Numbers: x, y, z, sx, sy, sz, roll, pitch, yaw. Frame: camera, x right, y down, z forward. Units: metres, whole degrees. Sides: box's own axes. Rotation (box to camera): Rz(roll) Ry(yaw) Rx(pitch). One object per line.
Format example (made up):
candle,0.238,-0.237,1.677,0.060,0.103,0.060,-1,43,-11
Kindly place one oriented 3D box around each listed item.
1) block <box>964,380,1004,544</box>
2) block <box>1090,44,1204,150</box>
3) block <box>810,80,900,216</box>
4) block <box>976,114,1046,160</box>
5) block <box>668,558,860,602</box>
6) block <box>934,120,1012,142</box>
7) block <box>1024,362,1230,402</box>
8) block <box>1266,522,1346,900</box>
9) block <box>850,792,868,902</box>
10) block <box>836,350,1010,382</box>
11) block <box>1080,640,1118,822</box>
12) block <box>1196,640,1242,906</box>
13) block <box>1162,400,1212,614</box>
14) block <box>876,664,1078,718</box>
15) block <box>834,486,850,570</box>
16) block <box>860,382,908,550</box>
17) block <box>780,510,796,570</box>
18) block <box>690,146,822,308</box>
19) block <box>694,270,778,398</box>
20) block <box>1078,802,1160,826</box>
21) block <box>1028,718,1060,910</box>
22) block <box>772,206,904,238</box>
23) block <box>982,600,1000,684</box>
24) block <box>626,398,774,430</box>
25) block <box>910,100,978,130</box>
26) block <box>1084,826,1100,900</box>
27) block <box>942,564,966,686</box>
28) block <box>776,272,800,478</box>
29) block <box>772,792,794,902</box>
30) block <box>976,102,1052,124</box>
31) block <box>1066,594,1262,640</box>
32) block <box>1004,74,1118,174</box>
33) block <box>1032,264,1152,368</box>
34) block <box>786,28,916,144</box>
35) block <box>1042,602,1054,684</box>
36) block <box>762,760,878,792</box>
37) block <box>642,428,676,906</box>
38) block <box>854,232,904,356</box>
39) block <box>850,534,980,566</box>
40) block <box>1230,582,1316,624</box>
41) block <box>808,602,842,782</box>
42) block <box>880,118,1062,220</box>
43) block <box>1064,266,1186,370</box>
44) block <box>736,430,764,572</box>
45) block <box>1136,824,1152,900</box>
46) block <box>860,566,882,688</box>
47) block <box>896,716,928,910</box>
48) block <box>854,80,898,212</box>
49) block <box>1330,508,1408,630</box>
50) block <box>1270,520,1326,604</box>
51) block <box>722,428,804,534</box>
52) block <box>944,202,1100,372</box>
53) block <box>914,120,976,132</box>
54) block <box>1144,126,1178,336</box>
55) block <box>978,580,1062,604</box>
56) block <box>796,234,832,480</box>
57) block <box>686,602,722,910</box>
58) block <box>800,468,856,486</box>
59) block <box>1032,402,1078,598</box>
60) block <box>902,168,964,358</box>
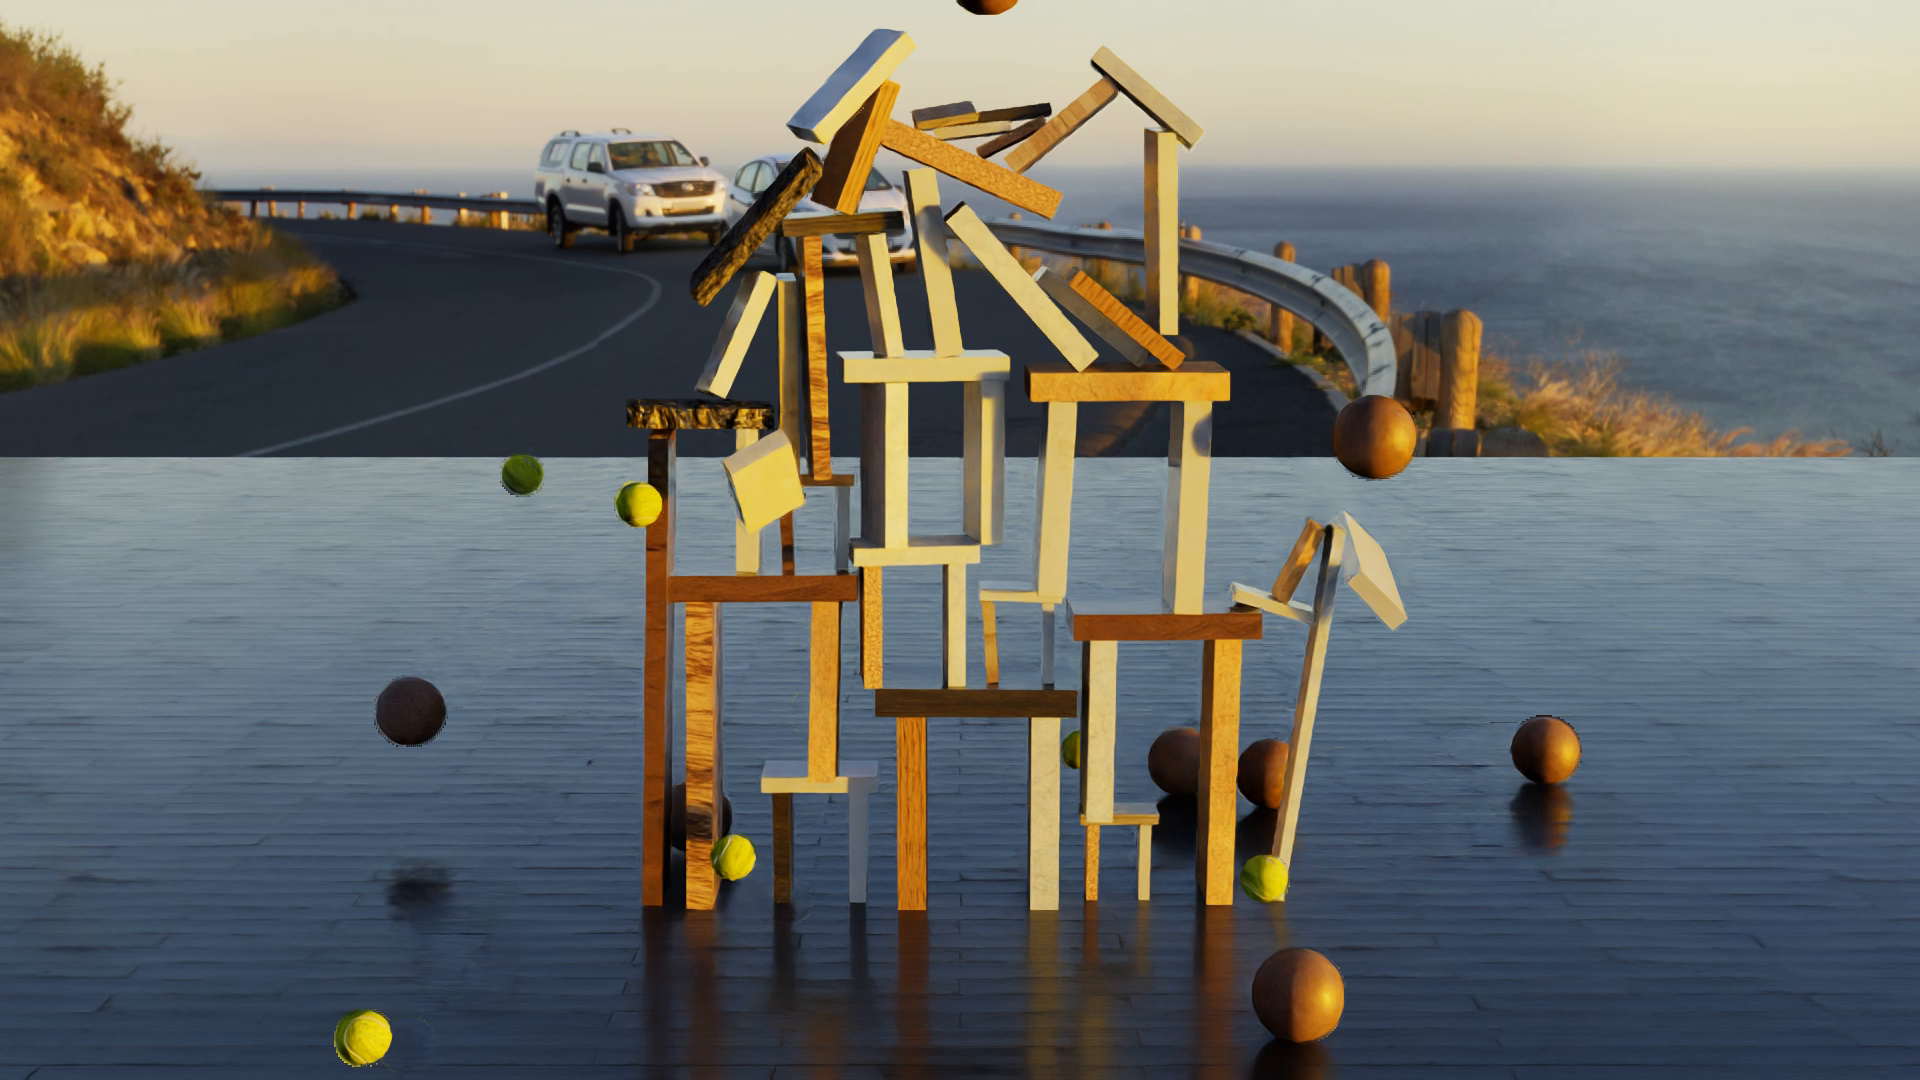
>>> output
block,0.038,-0.133,3.554,0.037,0.263,0.131,-2,10,-13
block,0.291,-0.689,3.429,0.204,0.029,0.102,40,6,-1
block,-0.164,-0.616,3.422,0.030,0.211,0.106,18,7,-30
block,0.082,-0.633,3.460,0.118,0.017,0.059,-26,4,5
block,-0.314,0.064,3.567,0.299,0.042,0.149,0,11,-1
block,0.021,-0.643,3.458,0.118,0.017,0.059,-6,6,4
block,0.263,-0.254,3.514,0.312,0.044,0.156,-1,11,-2
block,0.567,0.283,3.611,0.019,0.627,0.068,8,10,-1
block,-0.168,0.497,3.655,0.027,0.188,0.094,0,11,0
block,-0.060,-0.278,3.513,0.263,0.037,0.131,-1,10,-8
block,0.226,0.296,3.617,0.043,0.302,0.151,0,11,-1
block,0.428,0.365,3.647,0.043,0.449,0.151,1,11,-1
block,0.366,-0.064,3.553,0.044,0.342,0.156,1,11,-3
block,0.028,0.248,3.612,0.324,0.046,0.162,0,11,1
block,-0.191,-0.025,3.555,0.019,0.135,0.068,0,10,-7
block,-0.121,-0.126,3.513,0.037,0.263,0.131,-3,10,-20
block,-0.279,-0.025,3.558,0.019,0.135,0.068,-2,11,-3
block,-0.319,-0.490,3.432,0.030,0.279,0.106,39,16,-20
block,-0.351,-0.322,3.451,0.029,0.204,0.102,25,-4,-20
block,0.262,0.454,3.646,0.129,0.018,0.064,0,11,-1
block,0.138,0.430,3.643,0.046,0.324,0.162,0,11,0
block,-0.193,-0.500,3.453,0.192,0.027,0.096,-6,14,-14
block,0.050,0.161,3.588,0.019,0.133,0.067,-3,10,2
block,-0.417,-0.202,3.515,0.230,0.033,0.115,0,11,-10
block,-0.024,-0.660,3.420,0.095,0.014,0.048,-11,35,-8
block,0.219,0.526,3.659,0.018,0.129,0.064,1,11,-1
block,-0.010,0.128,3.578,0.029,0.202,0.101,-1,10,-5
block,-0.275,-0.263,3.499,0.029,0.312,0.102,-2,15,-7
block,-0.294,0.497,3.655,0.027,0.188,0.094,0,11,0
block,0.083,-0.668,3.452,0.118,0.017,0.059,-8,6,1
block,0.330,0.125,3.590,0.302,0.043,0.151,0,11,-2
block,0.159,-0.648,3.450,0.204,0.029,0.102,-38,2,7
block,0.210,-0.360,3.533,0.214,0.030,0.107,38,7,-8
block,-0.168,-0.700,3.384,0.211,0.030,0.106,-48,30,-8
block,0.143,0.161,3.586,0.019,0.133,0.067,0,11,1
block,-0.230,0.391,3.636,0.188,0.027,0.094,0,11,0
block,-0.487,0.207,3.561,0.033,0.785,0.115,3,15,-1
block,-0.128,-0.391,3.488,0.027,0.192,0.096,-12,12,-14
block,-0.075,0.017,3.545,0.202,0.029,0.101,-1,10,-8
block,0.509,0.103,3.587,0.135,0.019,0.067,17,9,-2
block,-0.220,0.232,3.600,0.042,0.299,0.149,2,11,-1
block,0.018,-0.582,3.462,0.292,0.041,0.146,23,7,-2
block,0.259,-0.352,3.482,0.214,0.030,0.107,38,7,-9
block,-0.339,-0.072,3.555,0.033,0.230,0.115,1,11,0
block,0.305,0.526,3.659,0.018,0.129,0.064,1,11,0
block,-0.144,0.131,3.563,0.029,0.202,0.101,-1,10,-7
block,-0.078,0.430,3.643,0.046,0.324,0.162,0,11,0
block,-0.146,-0.619,3.449,0.014,0.209,0.048,16,5,-37
block,0.686,0.044,3.711,0.030,0.107,0.446,-43,6,14
block,0.550,0.035,3.577,0.019,0.135,0.067,26,8,-5
block,-0.302,-0.089,3.394,0.102,0.029,0.204,-30,-23,-11
block,0.095,-0.402,3.476,0.041,0.313,0.146,-42,10,5
block,-0.024,-0.654,3.456,0.095,0.014,0.048,-5,6,3
block,0.317,-0.488,3.468,0.029,0.314,0.102,-4,16,-7
block,0.098,0.084,3.571,0.133,0.019,0.067,2,11,-3
block,-0.231,-0.291,3.470,0.027,0.382,0.096,-4,14,-11
block,-0.421,0.338,3.620,0.042,0.514,0.149,1,11,0
block,-0.238,-0.101,3.546,0.135,0.019,0.068,0,11,-1
block,0.151,-0.077,3.545,0.044,0.312,0.156,3,11,-2
block,-0.044,-0.443,3.491,0.041,0.292,0.146,-10,10,-4
